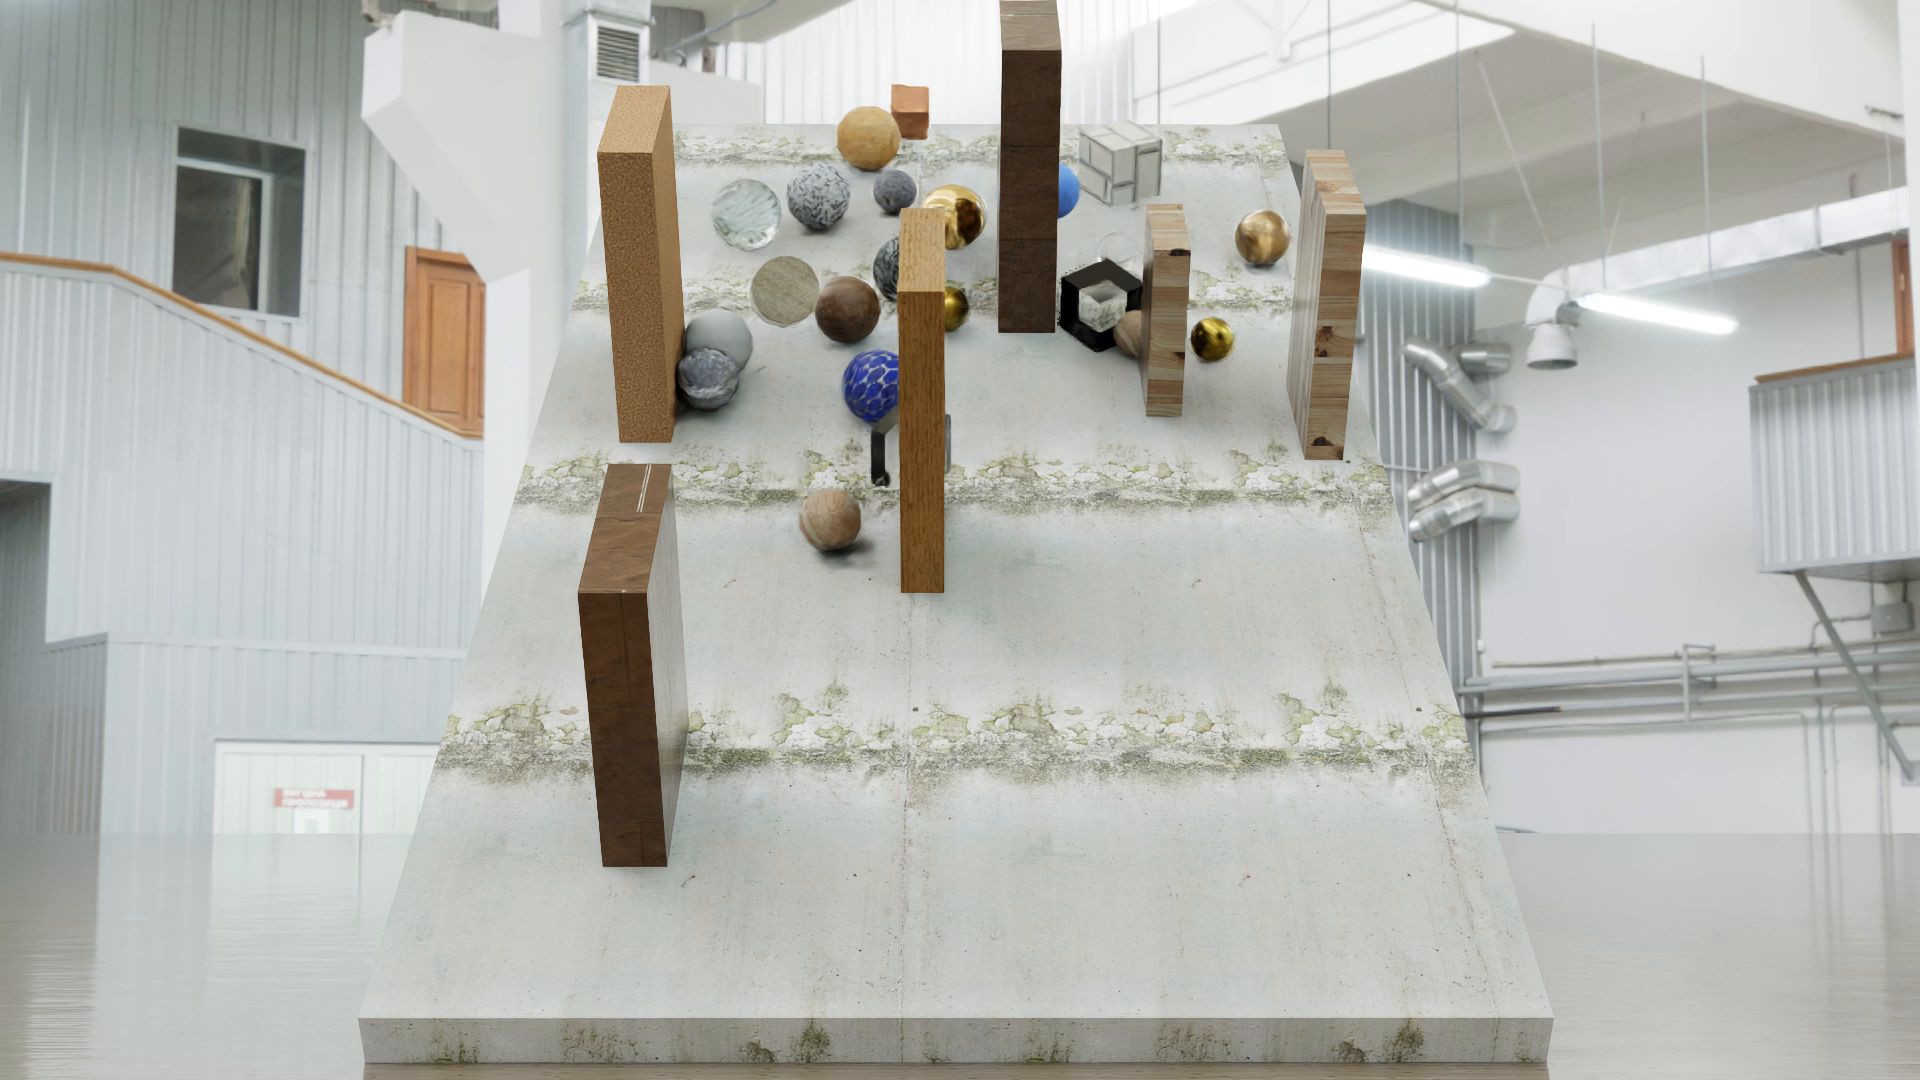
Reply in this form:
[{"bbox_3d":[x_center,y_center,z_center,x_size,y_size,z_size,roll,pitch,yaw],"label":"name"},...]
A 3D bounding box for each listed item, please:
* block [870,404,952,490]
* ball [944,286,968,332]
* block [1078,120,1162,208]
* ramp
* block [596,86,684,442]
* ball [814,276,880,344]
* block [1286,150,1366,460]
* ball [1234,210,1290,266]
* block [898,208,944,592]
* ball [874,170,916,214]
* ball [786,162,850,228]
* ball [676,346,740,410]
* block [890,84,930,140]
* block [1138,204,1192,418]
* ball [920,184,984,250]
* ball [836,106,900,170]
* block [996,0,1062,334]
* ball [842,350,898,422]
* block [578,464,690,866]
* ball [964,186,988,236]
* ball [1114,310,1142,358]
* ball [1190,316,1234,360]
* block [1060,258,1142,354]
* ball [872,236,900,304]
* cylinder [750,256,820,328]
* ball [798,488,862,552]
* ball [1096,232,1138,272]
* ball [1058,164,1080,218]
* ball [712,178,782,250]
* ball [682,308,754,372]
[{"bbox_3d":[-0.111,-0.207,5.590,0.140,0.140,0.140,12,33,19],"label":"block"},{"bbox_3d":[-0.035,-0.593,6.247,0.116,0.116,0.116,0,-7,0],"label":"ball"},{"bbox_3d":[0.460,-1.084,7.004,0.172,0.172,0.172,-17,35,-25],"label":"block"},{"bbox_3d":[-0.014,-0.198,5.806,2.000,0.100,4.000,0,31,0],"label":"ramp"},{"bbox_3d":[-0.744,-0.650,5.744,0.122,0.732,0.412,0,31,0],"label":"block"},{"bbox_3d":[-0.286,-0.585,6.182,0.169,0.169,0.169,0,-7,0],"label":"ball"},{"bbox_3d":[0.851,-0.550,5.695,0.089,0.623,0.372,0,31,0],"label":"block"},{"bbox_3d":[0.819,-0.819,6.593,0.150,0.150,0.150,0,-7,0],"label":"ball"},{"bbox_3d":[-0.080,-0.296,5.189,0.092,0.710,0.408,0,31,0],"label":"block"},{"bbox_3d":[-0.184,-0.986,6.888,0.122,0.122,0.122,0,-7,0],"label":"ball"},{"bbox_3d":[-0.395,-0.960,6.788,0.180,0.180,0.180,0,-7,0],"label":"ball"},{"bbox_3d":[-0.608,-0.388,5.868,0.154,0.154,0.154,0,-7,0],"label":"ball"},{"bbox_3d":[-0.153,-1.291,7.354,0.113,0.113,0.113,2,-36,-5],"label":"block"},{"bbox_3d":[0.492,-0.553,5.874,0.086,0.441,0.264,0,31,0],"label":"block"},{"bbox_3d":[-0.023,-0.859,6.478,0.173,0.173,0.173,0,-7,0],"label":"ball"},{"bbox_3d":[-0.268,-1.179,7.140,0.189,0.189,0.189,0,-7,0],"label":"ball"},{"bbox_3d":[0.171,-0.951,6.219,0.146,0.759,0.364,0,31,0],"label":"block"},{"bbox_3d":[-0.196,-0.368,5.821,0.175,0.175,0.175,0,-7,0],"label":"ball"},{"bbox_3d":[-0.588,0.226,4.445,0.117,0.588,0.443,0,31,0],"label":"block"},{"bbox_3d":[-0.003,-0.896,6.705,0.160,0.160,0.160,0,-7,0],"label":"ball"},{"bbox_3d":[0.448,-0.518,6.122,0.123,0.123,0.123,0,-7,0],"label":"ball"},{"bbox_3d":[0.633,-0.505,6.114,0.111,0.111,0.111,0,-7,0],"label":"ball"},{"bbox_3d":[0.362,-0.596,6.197,0.151,0.151,0.151,-25,46,-28],"label":"block"},{"bbox_3d":[-0.136,-0.704,6.366,0.185,0.185,0.185,0,-7,0],"label":"ball"},{"bbox_3d":[-0.425,-0.599,5.884,0.162,0.162,0.162,1,2,-8],"label":"cylinder"},{"bbox_3d":[-0.283,-0.044,5.324,0.138,0.138,0.138,0,-7,0],"label":"ball"},{"bbox_3d":[0.423,-0.772,6.548,0.113,0.113,0.113,0,-7,0],"label":"ball"},{"bbox_3d":[0.244,-0.937,6.532,0.155,0.155,0.155,0,-7,0],"label":"ball"},{"bbox_3d":[-0.583,-0.891,6.660,0.193,0.193,0.193,0,-7,0],"label":"ball"},{"bbox_3d":[-0.598,-0.484,6.006,0.174,0.174,0.174,0,-7,0],"label":"ball"}]
